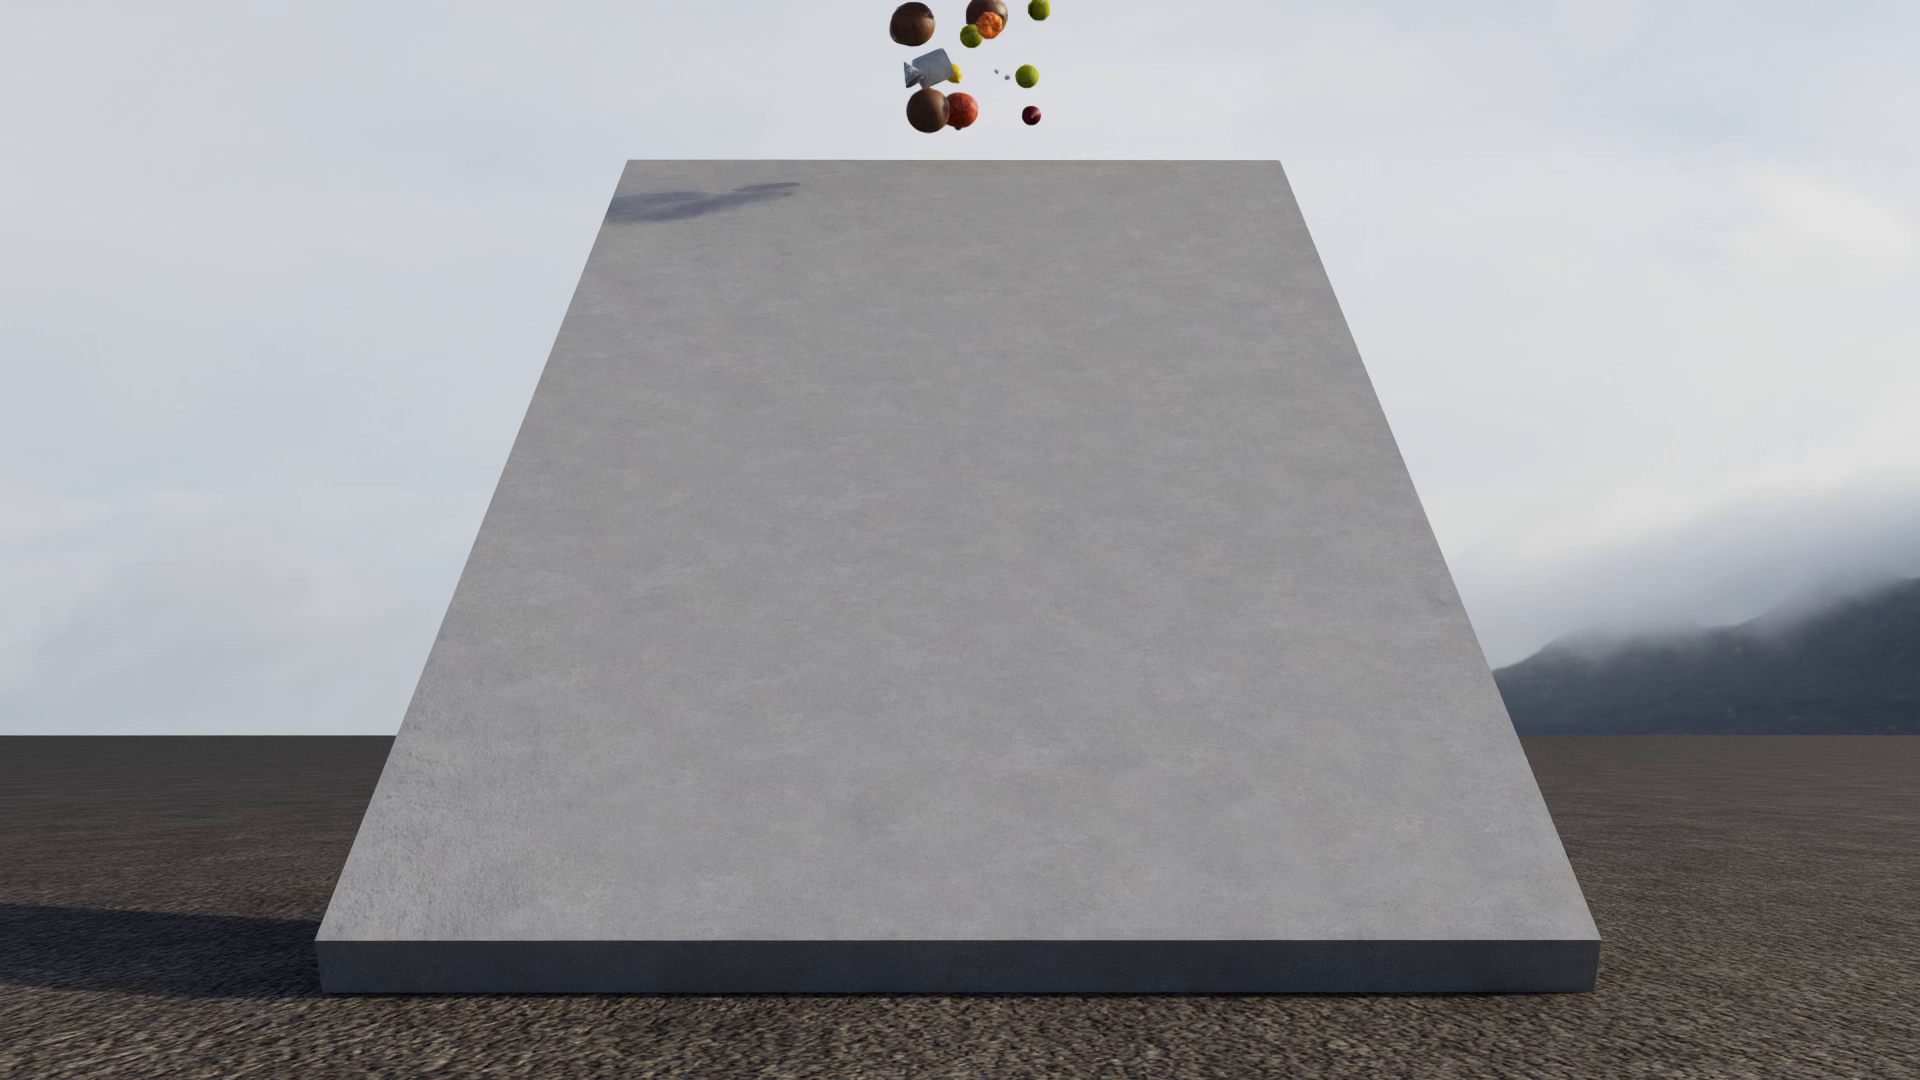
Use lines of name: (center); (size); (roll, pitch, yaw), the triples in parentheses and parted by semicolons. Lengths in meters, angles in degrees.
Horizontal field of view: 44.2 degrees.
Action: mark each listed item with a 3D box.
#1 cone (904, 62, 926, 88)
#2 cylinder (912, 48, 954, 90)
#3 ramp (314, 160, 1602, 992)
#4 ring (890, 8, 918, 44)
cone: (-0.146, -1.359, 6.848); (0.071, 0.071, 0.071); (-31, -4, -3)
cylinder: (-0.081, -1.390, 6.972); (0.093, 0.093, 0.093); (-25, 0, -10)
ramp: (-0.010, -0.228, 5.485); (2.000, 0.100, 4.000); (0, 27, 0)
ring: (-0.170, -1.538, 7.077); (0.106, 0.106, 0.035); (-4, -8, 43)
